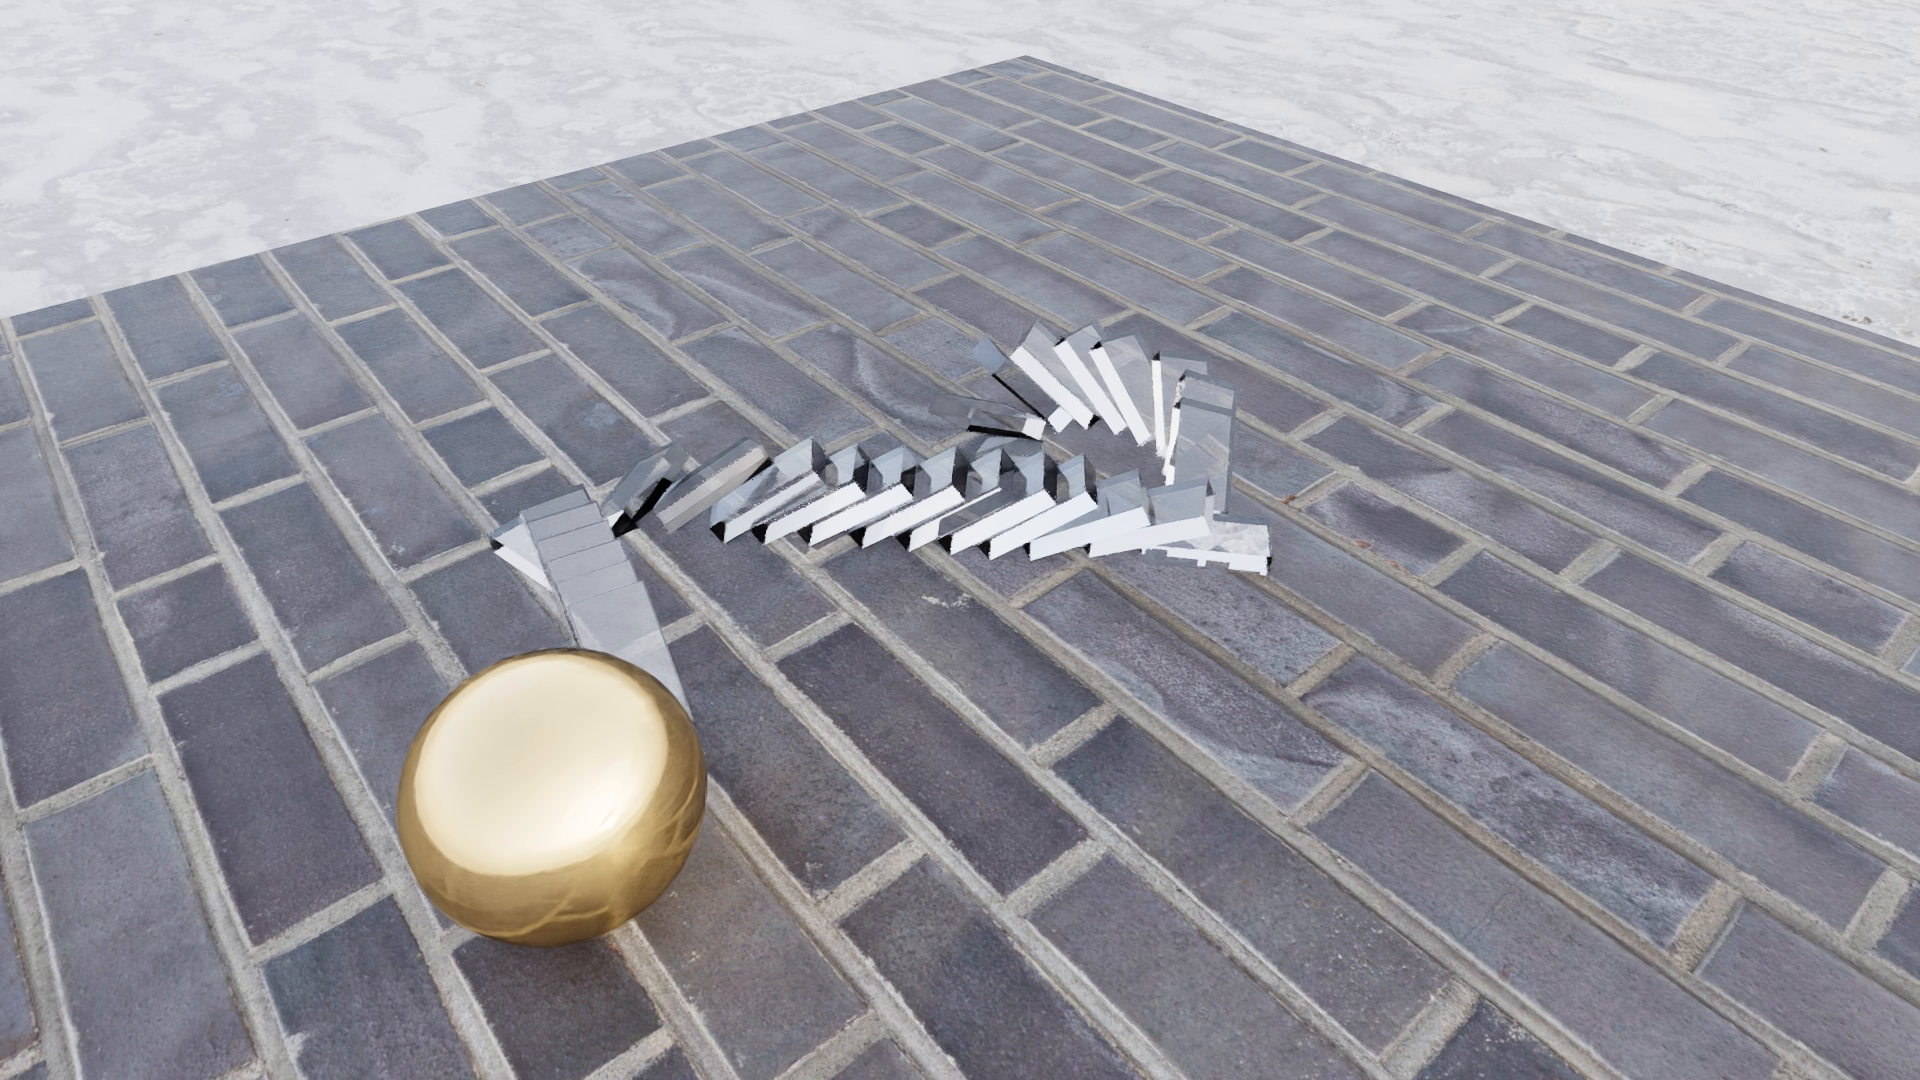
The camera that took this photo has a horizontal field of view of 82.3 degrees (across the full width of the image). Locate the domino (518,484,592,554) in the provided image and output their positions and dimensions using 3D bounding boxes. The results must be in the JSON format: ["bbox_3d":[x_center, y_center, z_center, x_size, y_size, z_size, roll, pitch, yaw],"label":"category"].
[{"bbox_3d":[-0.144,0.006,0.416,0.025,0.010,0.050,-24,78,-27],"label":"domino"}]

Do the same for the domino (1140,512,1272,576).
[{"bbox_3d":[0.099,0.000,0.443,0.050,0.010,0.025,6,40,7],"label":"domino"}]

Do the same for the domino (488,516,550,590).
[{"bbox_3d":[-0.161,0.005,0.438,0.050,0.010,0.025,26,46,29],"label":"domino"}]

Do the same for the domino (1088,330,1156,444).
[{"bbox_3d":[0.082,-0.071,0.507,0.025,0.009,0.050,-20,79,-31],"label":"domino"}]

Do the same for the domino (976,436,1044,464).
[{"bbox_3d":[0.022,-0.035,0.470,0.025,0.010,0.050,5,14,6],"label":"domino"}]

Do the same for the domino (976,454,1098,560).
[{"bbox_3d":[0.030,-0.013,0.438,0.050,0.010,0.025,-27,32,24],"label":"domino"}]

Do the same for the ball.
[{"bbox_3d":[-0.110,0.070,0.303,0.080,0.080,0.080,0,39,0],"label":"ball"}]

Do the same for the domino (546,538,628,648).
[{"bbox_3d":[-0.123,0.027,0.383,0.025,0.050,0.010,-20,1,-23],"label":"domino"}]

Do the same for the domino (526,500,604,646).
[{"bbox_3d":[-0.137,0.013,0.401,0.025,0.050,0.010,-20,0,-23],"label":"domino"}]

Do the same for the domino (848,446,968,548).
[{"bbox_3d":[-0.021,-0.017,0.444,0.050,0.009,0.025,-25,33,24],"label":"domino"}]

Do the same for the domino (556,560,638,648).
[{"bbox_3d":[-0.116,0.034,0.375,0.025,0.050,0.010,-20,1,-23],"label":"domino"}]

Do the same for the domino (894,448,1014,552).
[{"bbox_3d":[-0.002,-0.016,0.441,0.050,0.009,0.025,-26,33,25],"label":"domino"}]

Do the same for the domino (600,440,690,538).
[{"bbox_3d":[-0.134,-0.020,0.458,0.025,0.009,0.050,-20,30,29],"label":"domino"}]

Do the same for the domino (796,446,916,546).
[{"bbox_3d":[-0.042,-0.018,0.446,0.050,0.010,0.025,-24,35,20],"label":"domino"}]

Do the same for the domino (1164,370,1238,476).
[{"bbox_3d":[0.106,-0.049,0.482,0.025,0.010,0.050,16,65,-5],"label":"domino"}]

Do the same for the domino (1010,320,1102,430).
[{"bbox_3d":[0.048,-0.077,0.515,0.050,0.009,0.025,42,41,-12],"label":"domino"}]

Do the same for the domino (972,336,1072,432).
[{"bbox_3d":[0.029,-0.071,0.503,0.009,0.050,0.025,-46,40,12],"label":"domino"}]

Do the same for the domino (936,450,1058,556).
[{"bbox_3d":[0.015,-0.015,0.439,0.050,0.009,0.025,-26,33,25],"label":"domino"}]

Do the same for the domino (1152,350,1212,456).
[{"bbox_3d":[0.102,-0.061,0.497,0.025,0.010,0.050,6,66,-10],"label":"domino"}]

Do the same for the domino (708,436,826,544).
[{"bbox_3d":[-0.078,-0.021,0.448,0.050,0.010,0.025,-29,34,13],"label":"domino"}]

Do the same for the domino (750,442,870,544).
[{"bbox_3d":[-0.061,-0.019,0.447,0.050,0.010,0.025,-25,35,19],"label":"domino"}]

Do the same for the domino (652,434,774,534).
[{"bbox_3d":[-0.103,-0.024,0.453,0.050,0.010,0.025,-36,26,-12],"label":"domino"}]

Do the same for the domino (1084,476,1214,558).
[{"bbox_3d":[0.075,-0.009,0.438,0.050,0.010,0.025,-12,36,25],"label":"domino"}]

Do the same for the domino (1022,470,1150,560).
[{"bbox_3d":[0.050,-0.010,0.440,0.050,0.009,0.025,-17,36,18],"label":"domino"}]

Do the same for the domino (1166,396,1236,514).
[{"bbox_3d":[0.102,-0.034,0.464,0.025,0.010,0.050,13,65,-7],"label":"domino"}]

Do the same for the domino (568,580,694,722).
[{"bbox_3d":[-0.110,0.041,0.366,0.025,0.050,0.009,-20,1,-23],"label":"domino"}]

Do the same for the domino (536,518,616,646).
[{"bbox_3d":[-0.130,0.020,0.392,0.025,0.050,0.009,-20,1,-23],"label":"domino"}]

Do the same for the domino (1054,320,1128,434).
[{"bbox_3d":[0.068,-0.076,0.514,0.025,0.010,0.050,-33,86,-36],"label":"domino"}]

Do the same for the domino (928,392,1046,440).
[{"bbox_3d":[0.013,-0.055,0.491,0.025,0.010,0.050,31,19,38],"label":"domino"}]
